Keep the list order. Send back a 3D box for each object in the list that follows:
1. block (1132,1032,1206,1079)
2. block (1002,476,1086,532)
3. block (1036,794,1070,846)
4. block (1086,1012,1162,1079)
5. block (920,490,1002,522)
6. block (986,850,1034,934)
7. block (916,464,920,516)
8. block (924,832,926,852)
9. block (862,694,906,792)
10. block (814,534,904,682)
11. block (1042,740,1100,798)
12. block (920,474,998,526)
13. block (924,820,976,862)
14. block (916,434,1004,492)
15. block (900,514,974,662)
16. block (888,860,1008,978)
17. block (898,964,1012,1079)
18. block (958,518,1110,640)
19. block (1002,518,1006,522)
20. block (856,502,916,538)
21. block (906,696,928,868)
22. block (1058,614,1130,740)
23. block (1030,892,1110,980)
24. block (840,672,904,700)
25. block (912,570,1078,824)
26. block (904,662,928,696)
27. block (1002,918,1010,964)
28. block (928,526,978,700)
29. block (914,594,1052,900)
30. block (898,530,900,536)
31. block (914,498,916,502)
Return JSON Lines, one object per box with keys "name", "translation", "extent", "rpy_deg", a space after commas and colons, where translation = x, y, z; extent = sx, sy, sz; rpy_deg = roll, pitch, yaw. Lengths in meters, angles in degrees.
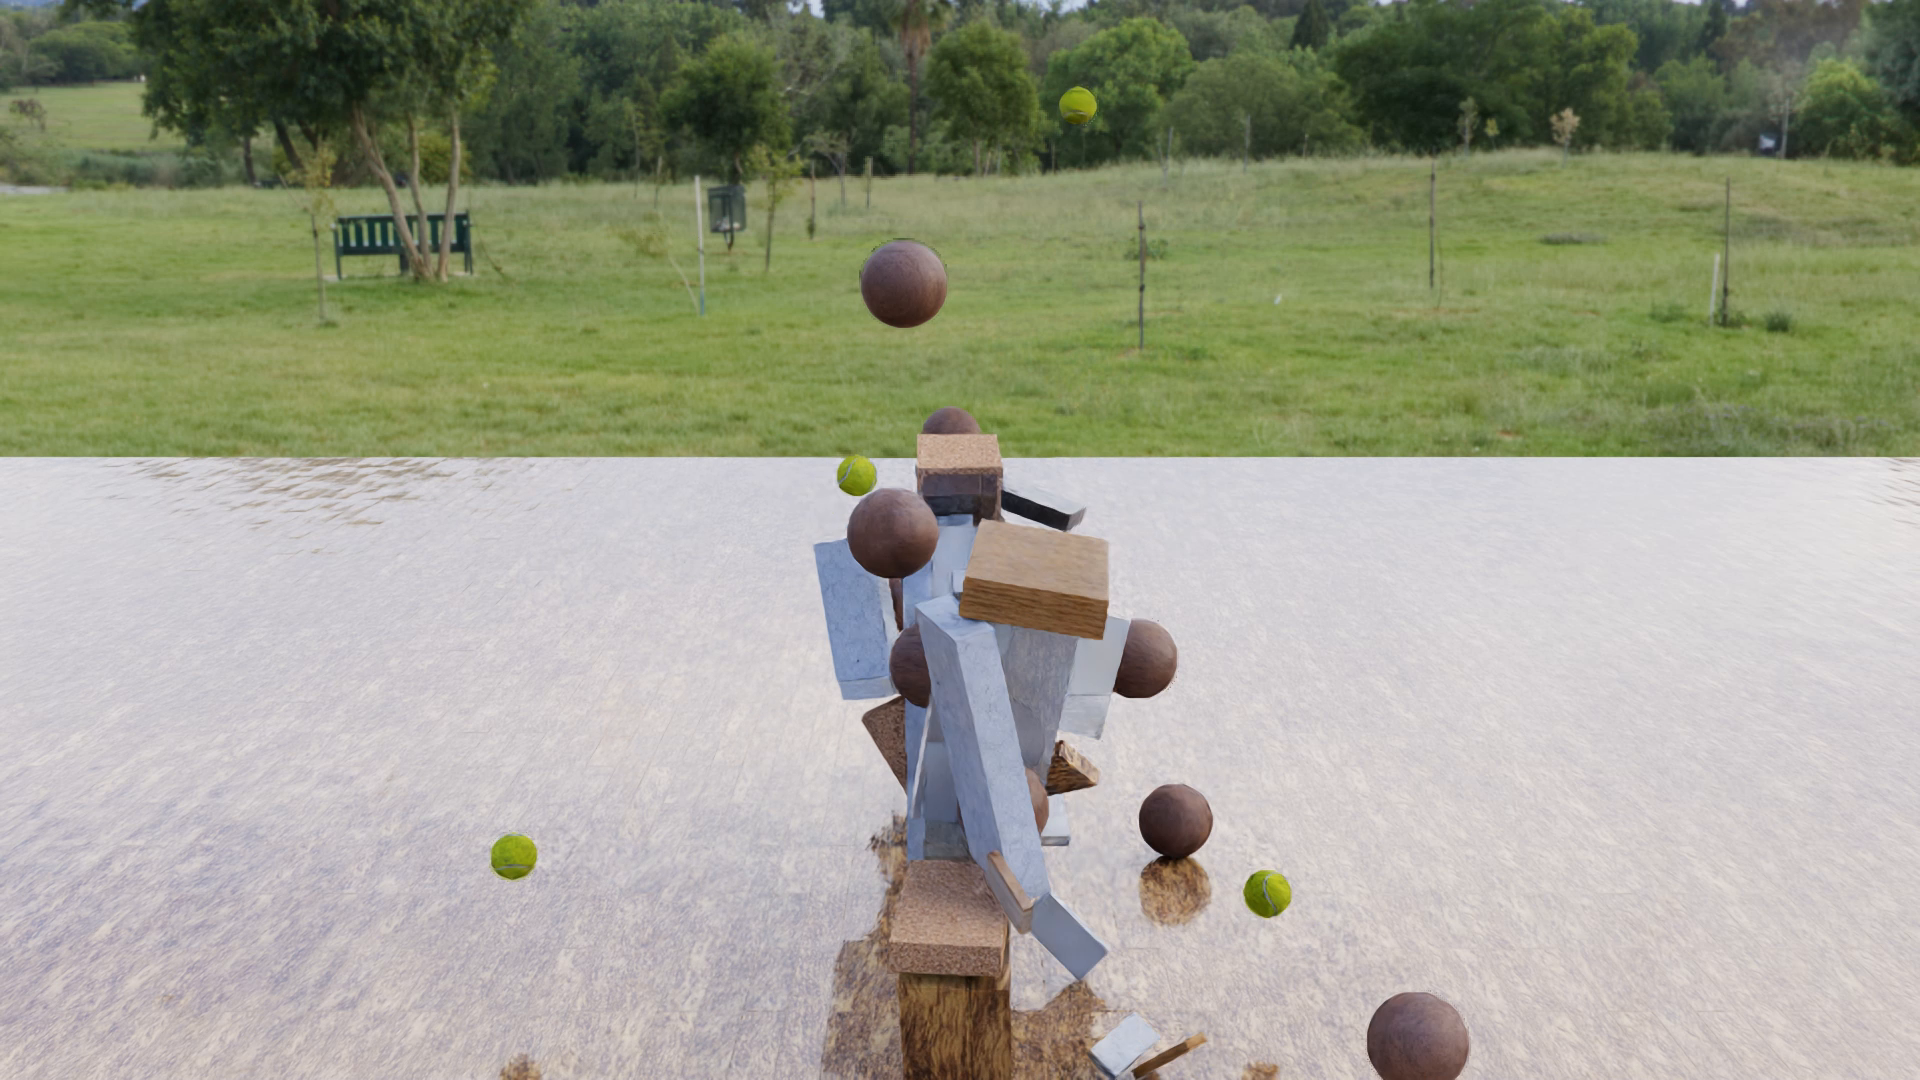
{"name": "block", "translation": [0.279, 0.688, 2.936], "extent": [0.098, 0.014, 0.049], "rpy_deg": [-37, -16, 32]}
{"name": "block", "translation": [0.108, -0.080, 4.133], "extent": [0.239, 0.034, 0.120], "rpy_deg": [20, 14, 14]}
{"name": "block", "translation": [0.127, 0.418, 3.344], "extent": [0.065, 0.018, 0.130], "rpy_deg": [1, 31, -6]}
{"name": "block", "translation": [0.221, 0.682, 2.965], "extent": [0.049, 0.014, 0.098], "rpy_deg": [43, 49, 19]}
{"name": "block", "translation": [0.002, 0.047, 3.762], "extent": [0.141, 0.282, 0.040], "rpy_deg": [0, -27, -1]}
{"name": "block", "translation": [0.061, 0.438, 2.732], "extent": [0.014, 0.049, 0.098], "rpy_deg": [-14, 44, -22]}
{"name": "block", "translation": [-0.006, 0.008, 3.870], "extent": [0.141, 0.282, 0.040], "rpy_deg": [-1, 5, -1]}
{"name": "block", "translation": [0.001, 0.548, 3.251], "extent": [0.116, 0.231, 0.033], "rpy_deg": [2, 12, -1]}
{"name": "block", "translation": [-0.066, 0.394, 3.992], "extent": [0.119, 0.238, 0.034], "rpy_deg": [-26, 13, 18]}
{"name": "block", "translation": [-0.184, 0.123, 3.990], "extent": [0.127, 0.255, 0.036], "rpy_deg": [-9, 2, 33]}
{"name": "block", "translation": [0.076, 0.354, 3.268], "extent": [0.264, 0.025, 0.090], "rpy_deg": [-18, -45, 39]}
{"name": "block", "translation": [-0.005, -0.058, 3.655], "extent": [0.120, 0.034, 0.240], "rpy_deg": [-1, -15, -3]}
{"name": "block", "translation": [0.008, 0.432, 3.149], "extent": [0.116, 0.033, 0.231], "rpy_deg": [2, 11, -1]}
{"name": "block", "translation": [-0.003, -0.134, 3.769], "extent": [0.141, 0.040, 0.282], "rpy_deg": [-1, 14, -1]}
{"name": "block", "translation": [-0.035, 0.080, 3.633], "extent": [0.120, 0.240, 0.034], "rpy_deg": [-1, -15, -5]}
{"name": "block", "translation": [-0.009, 0.474, 2.777], "extent": [0.136, 0.039, 0.272], "rpy_deg": [2, 13, 4]}
{"name": "block", "translation": [-0.004, 0.630, 2.765], "extent": [0.136, 0.272, 0.039], "rpy_deg": [0, 43, 3]}
{"name": "block", "translation": [0.102, 0.047, 2.874], "extent": [0.180, 0.051, 0.359], "rpy_deg": [10, 12, 2]}
{"name": "block", "translation": [0.013, 0.016, 4.289], "extent": [0.120, 0.239, 0.034], "rpy_deg": [22, 56, 8]}
{"name": "block", "translation": [-0.086, -0.046, 4.026], "extent": [0.127, 0.036, 0.255], "rpy_deg": [-9, 3, 19]}
{"name": "block", "translation": [-0.003, 0.413, 3.680], "extent": [0.172, 0.344, 0.049], "rpy_deg": [0, 11, 0]}
{"name": "block", "translation": [0.183, 0.194, 3.208], "extent": [0.090, 0.180, 0.025], "rpy_deg": [16, -3, -25]}
{"name": "block", "translation": [0.156, 0.590, 3.294], "extent": [0.130, 0.065, 0.018], "rpy_deg": [44, 13, 2]}
{"name": "block", "translation": [-0.091, 0.251, 4.045], "extent": [0.238, 0.034, 0.119], "rpy_deg": [-13, 3, -42]}
{"name": "block", "translation": [0.049, 0.229, 3.067], "extent": [0.180, 0.405, 0.051], "rpy_deg": [7, 34, -5]}
{"name": "block", "translation": [-0.005, 0.199, 3.757], "extent": [0.172, 0.049, 0.344], "rpy_deg": [0, 11, 0]}
{"name": "block", "translation": [-0.001, 0.588, 2.956], "extent": [0.136, 0.272, 0.039], "rpy_deg": [2, 37, 4]}
{"name": "block", "translation": [0.011, 0.176, 3.571], "extent": [0.120, 0.401, 0.034], "rpy_deg": [2, -14, -2]}
{"name": "block", "translation": [0.028, 0.264, 2.800], "extent": [0.051, 0.359, 0.180], "rpy_deg": [-16, 17, -14]}
{"name": "block", "translation": [-0.039, 0.090, 4.114], "extent": [0.127, 0.255, 0.036], "rpy_deg": [-9, -3, 34]}
{"name": "block", "translation": [-0.014, 0.026, 4.208], "extent": [0.120, 0.239, 0.034], "rpy_deg": [4, 28, 19]}
